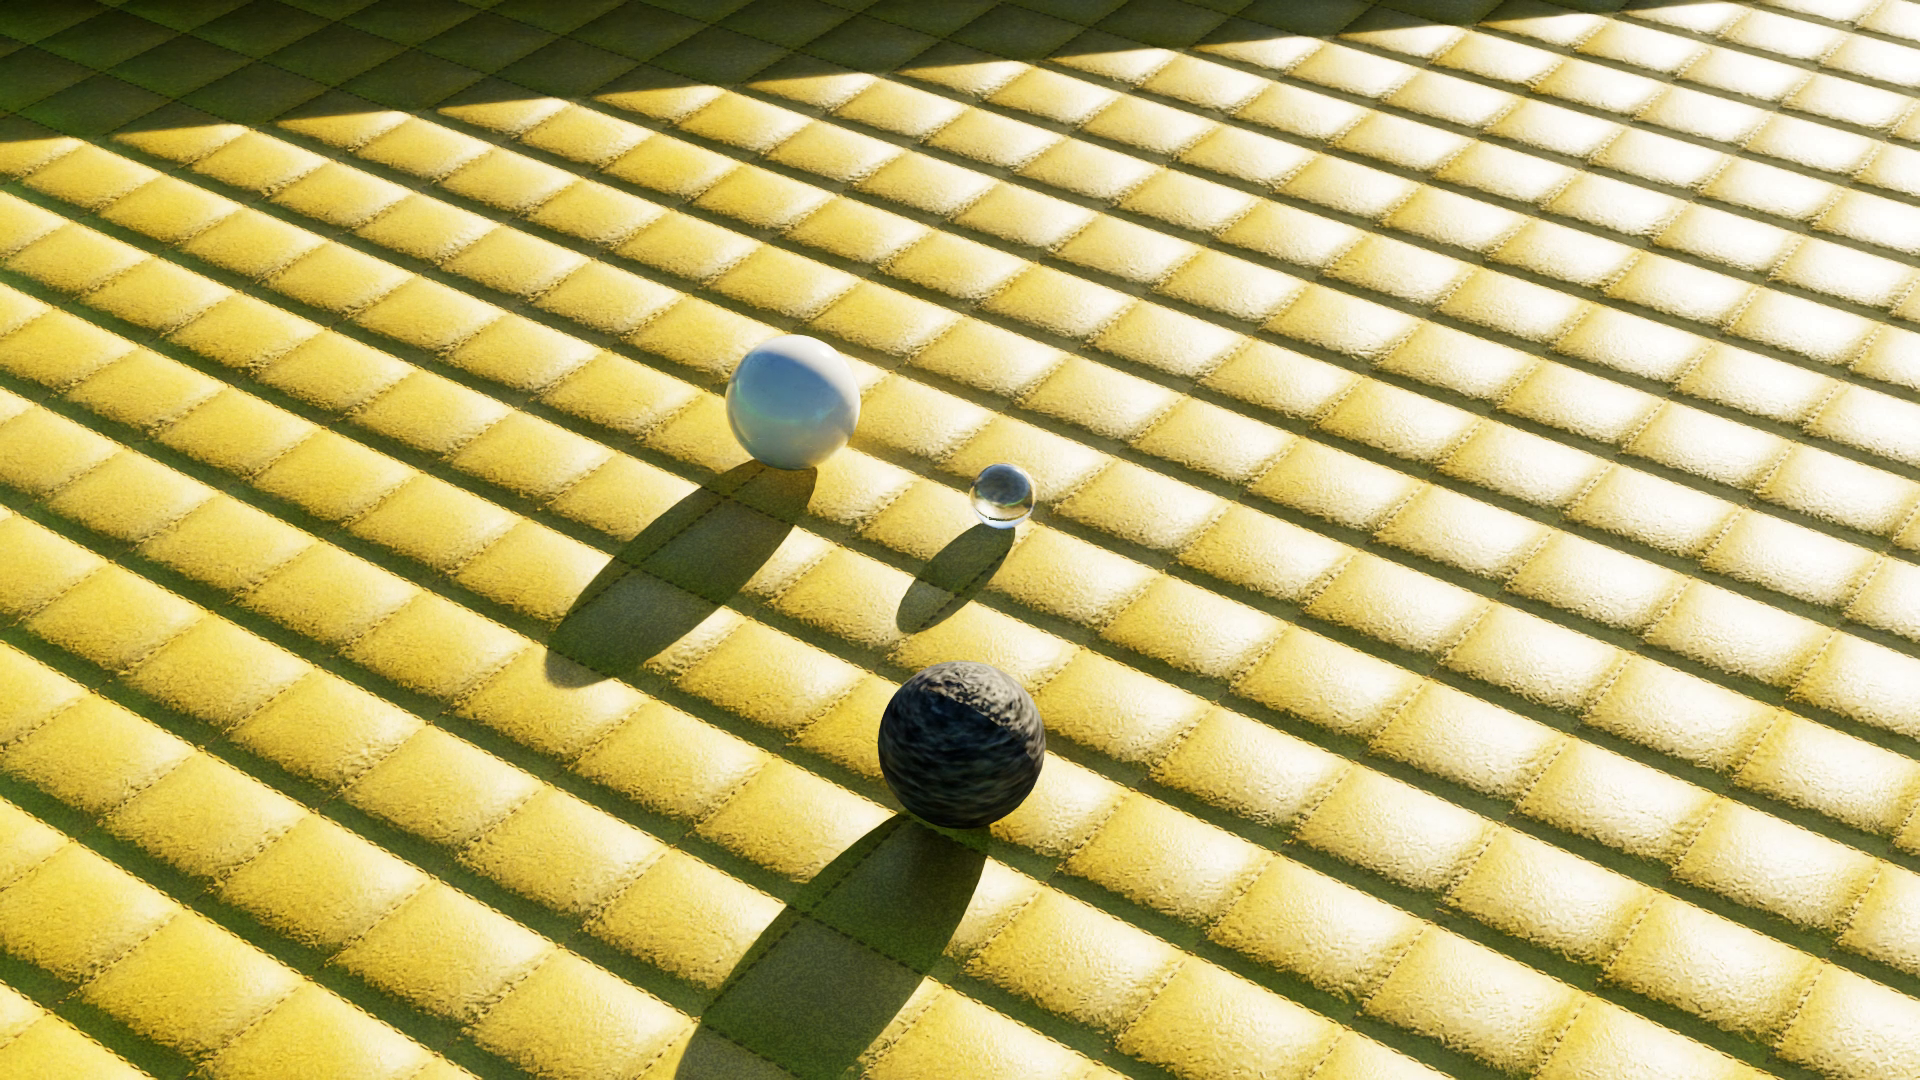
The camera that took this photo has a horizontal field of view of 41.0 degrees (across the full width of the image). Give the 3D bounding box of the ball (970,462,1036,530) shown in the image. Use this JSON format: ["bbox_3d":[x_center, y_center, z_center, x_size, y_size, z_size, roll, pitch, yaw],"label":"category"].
[{"bbox_3d":[0.026,-0.027,1.578,0.041,0.041,0.041,0,36,0],"label":"ball"}]

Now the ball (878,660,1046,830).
[{"bbox_3d":[0.001,0.108,1.355,0.089,0.089,0.089,0,36,0],"label":"ball"}]

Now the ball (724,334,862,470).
[{"bbox_3d":[-0.106,-0.087,1.622,0.086,0.086,0.086,0,36,0],"label":"ball"}]
